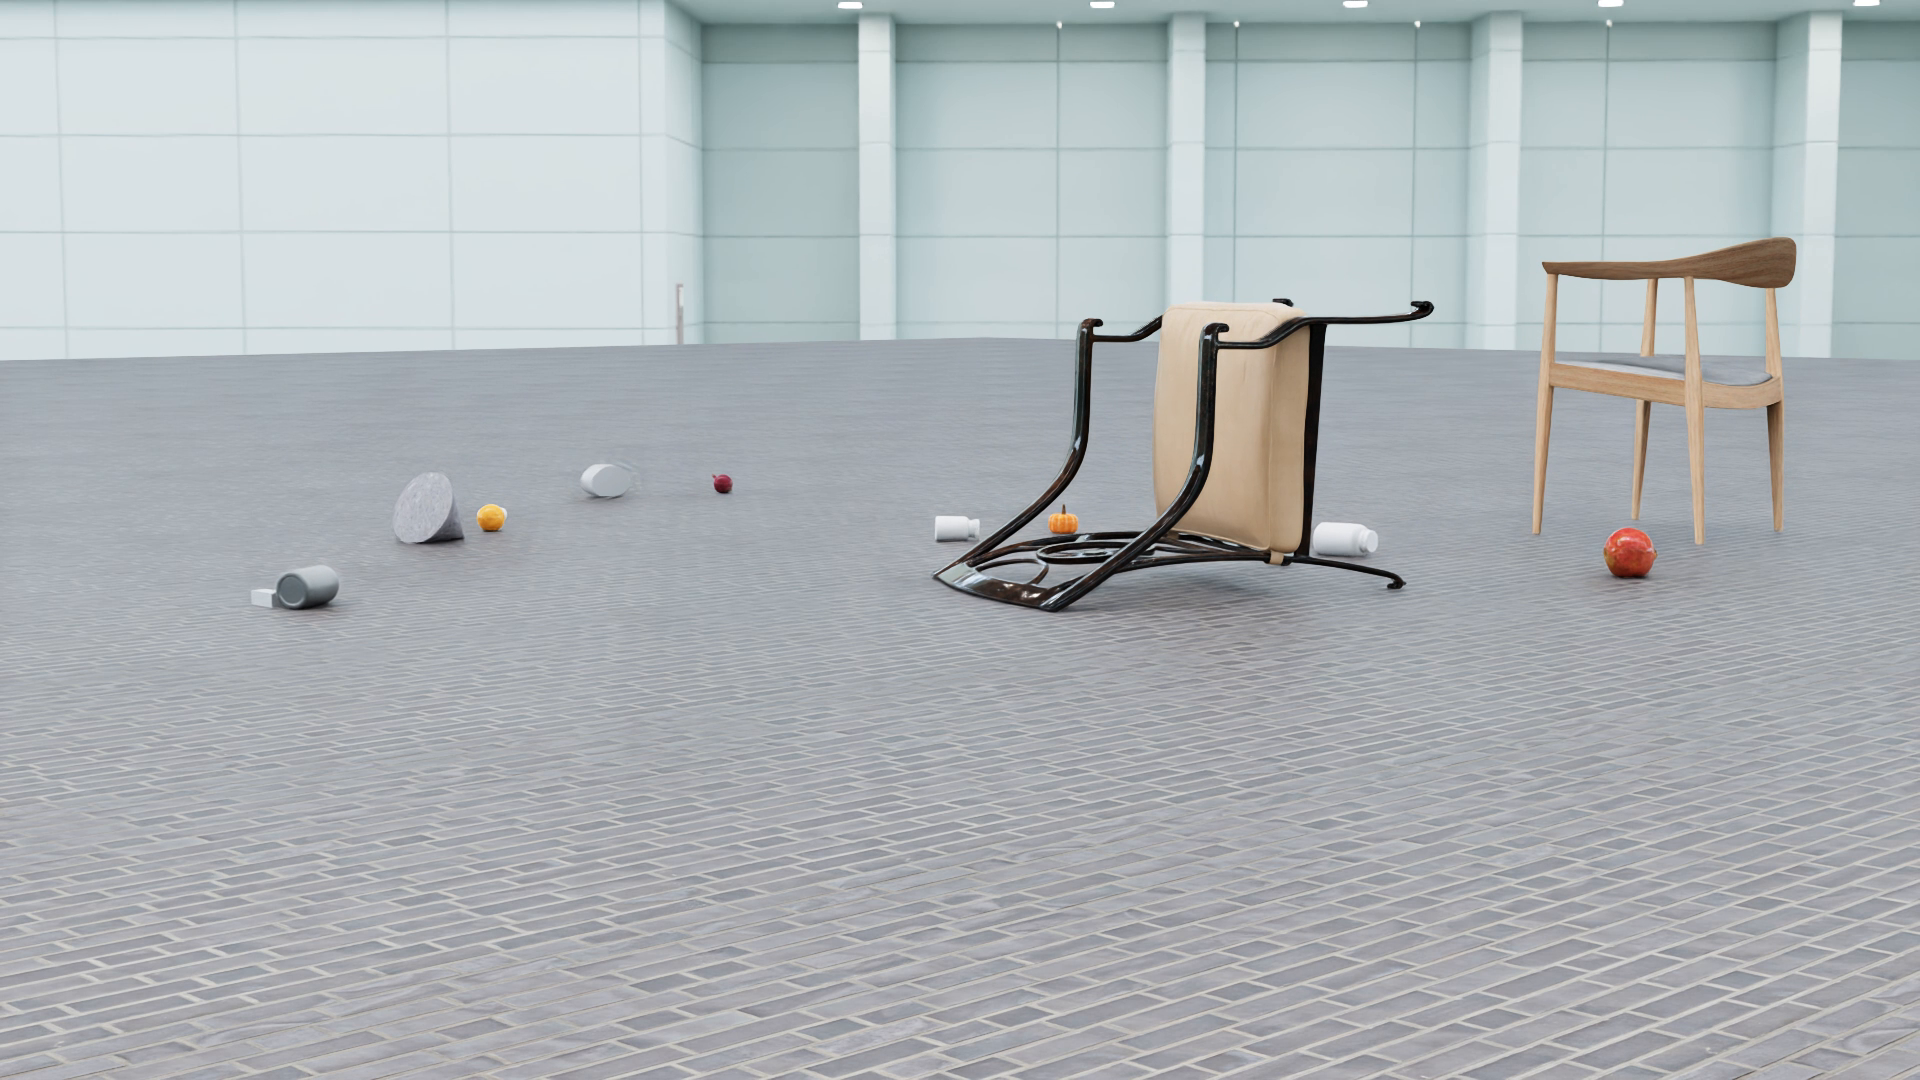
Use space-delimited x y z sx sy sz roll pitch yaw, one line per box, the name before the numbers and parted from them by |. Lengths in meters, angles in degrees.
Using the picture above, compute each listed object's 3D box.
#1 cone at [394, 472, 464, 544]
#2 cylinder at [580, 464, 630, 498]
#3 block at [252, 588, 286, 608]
cone | -1.293 -0.044 6.427 0.145 0.190 0.294 40 -1 -36
cylinder | -1.060 -0.177 7.667 0.124 0.094 0.086 -11 11 -30
block | -1.385 0.117 5.142 0.078 0.028 0.033 6 8 44
